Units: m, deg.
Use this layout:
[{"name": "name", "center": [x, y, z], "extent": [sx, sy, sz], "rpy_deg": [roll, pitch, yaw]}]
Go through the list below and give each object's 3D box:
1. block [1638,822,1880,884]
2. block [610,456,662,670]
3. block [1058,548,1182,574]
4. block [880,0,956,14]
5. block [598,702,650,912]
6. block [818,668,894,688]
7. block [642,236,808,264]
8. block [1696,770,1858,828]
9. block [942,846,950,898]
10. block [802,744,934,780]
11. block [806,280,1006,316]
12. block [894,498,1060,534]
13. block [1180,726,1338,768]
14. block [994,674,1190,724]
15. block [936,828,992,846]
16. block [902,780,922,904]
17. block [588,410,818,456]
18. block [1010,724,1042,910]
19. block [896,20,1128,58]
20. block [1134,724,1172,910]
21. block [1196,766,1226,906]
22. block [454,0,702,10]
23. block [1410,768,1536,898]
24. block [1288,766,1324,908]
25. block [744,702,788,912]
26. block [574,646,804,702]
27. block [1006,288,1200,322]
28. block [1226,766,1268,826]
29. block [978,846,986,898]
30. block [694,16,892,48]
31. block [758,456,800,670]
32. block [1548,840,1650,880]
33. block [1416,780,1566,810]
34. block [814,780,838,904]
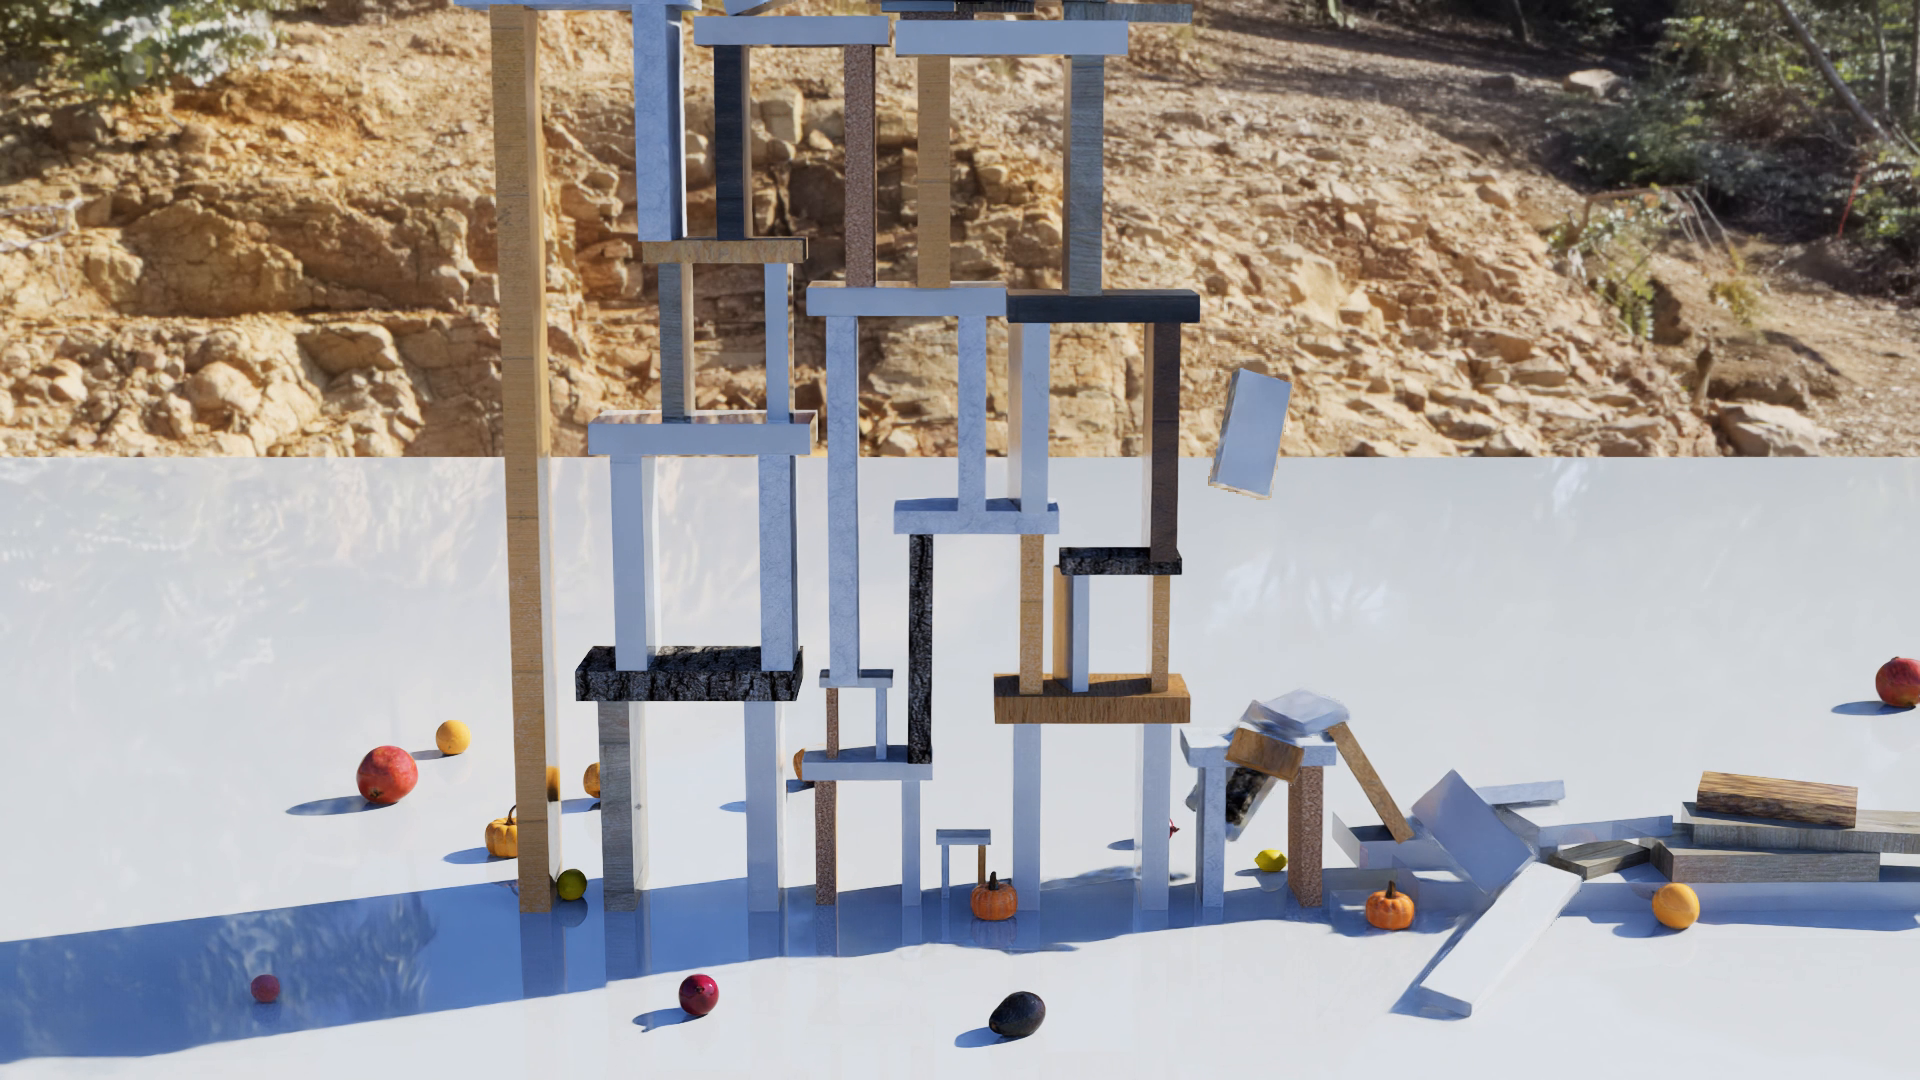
[{"name": "block", "center": [1.325, 0.519, 3.659], "extent": [0.339, 0.048, 0.170], "rpy_deg": [0, 11, -1]}, {"name": "block", "center": [-0.525, 0.022, 3.568], "extent": [0.049, 0.348, 0.174], "rpy_deg": [0, 11, 0]}, {"name": "block", "center": [0.259, 0.034, 3.570], "extent": [0.193, 0.027, 0.096], "rpy_deg": [0, 11, 0]}, {"name": "block", "center": [-0.064, -0.824, 3.402], "extent": [0.113, 0.016, 0.057], "rpy_deg": [1, 10, 1]}, {"name": "block", "center": [-0.556, 0.416, 3.641], "extent": [0.050, 0.353, 0.176], "rpy_deg": [0, 11, 0]}, {"name": "block", "center": [-0.169, 0.226, 3.597], "extent": [0.120, 0.017, 0.060], "rpy_deg": [0, 11, 0]}, {"name": "block", "center": [-0.369, -0.459, 3.476], "extent": [0.248, 0.035, 0.124], "rpy_deg": [0, 11, 0]}, {"name": "block", "center": [1.372, 0.434, 3.693], "extent": [0.248, 0.035, 0.124], "rpy_deg": [4, 11, 22]}, {"name": "block", "center": [-0.024, 0.545, 3.665], "extent": [0.013, 0.091, 0.045], "rpy_deg": [0, 11, 0]}, {"name": "block", "center": [-0.151, 0.367, 3.626], "extent": [0.212, 0.030, 0.106], "rpy_deg": [0, 11, 0]}, {"name": "block", "center": [-0.084, -0.383, 3.486], "extent": [0.310, 0.044, 0.155], "rpy_deg": [0, 11, -1]}, {"name": "block", "center": [0.026, -0.040, 3.553], "extent": [0.263, 0.037, 0.131], "rpy_deg": [0, 11, 0]}, {"name": "block", "center": [0.489, 0.339, 3.615], "extent": [0.239, 0.034, 0.120], "rpy_deg": [0, 11, -1]}, {"name": "block", "center": [0.213, 0.259, 3.608], "extent": [0.314, 0.044, 0.157], "rpy_deg": [0, 11, 0]}, {"name": "block", "center": [0.006, 0.494, 3.655], "extent": [0.091, 0.013, 0.045], "rpy_deg": [0, 11, 0]}, {"name": "block", "center": [-0.080, 0.486, 3.648], "extent": [0.030, 0.212, 0.106], "rpy_deg": [0, 11, 0]}, {"name": "block", "center": [-0.409, -0.174, 3.532], "extent": [0.348, 0.049, 0.174], "rpy_deg": [0, 11, 0]}, {"name": "block", "center": [0.108, 0.435, 3.641], "extent": [0.044, 0.314, 0.157], "rpy_deg": [0, 11, 0]}, {"name": "block", "center": [0.076, -0.776, 3.412], "extent": [0.353, 0.050, 0.176], "rpy_deg": [0, 11, -1]}, {"name": "block", "center": [0.318, 0.435, 3.641], "extent": [0.044, 0.314, 0.157], "rpy_deg": [0, 11, 0]}, {"name": "block", "center": [0.415, 0.473, 3.643], "extent": [0.034, 0.239, 0.120], "rpy_deg": [0, 11, 0]}, {"name": "block", "center": [-0.587, -0.849, 3.400], "extent": [0.355, 0.050, 0.177], "rpy_deg": [0, 11, 0]}, {"name": "block", "center": [0.838, 0.479, 3.596], "extent": [0.197, 0.099, 0.028], "rpy_deg": [50, 7, 34]}, {"name": "block", "center": [0.572, 0.473, 3.643], "extent": [0.034, 0.239, 0.120], "rpy_deg": [-2, 11, -2]}, {"name": "block", "center": [-0.321, 0.416, 3.640], "extent": [0.050, 0.353, 0.176], "rpy_deg": [0, 11, 0]}, {"name": "block", "center": [-0.439, 0.218, 3.604], "extent": [0.353, 0.050, 0.176], "rpy_deg": [0, 11, 0]}, {"name": "block", "center": [0.223, -0.372, 3.491], "extent": [0.299, 0.042, 0.149], "rpy_deg": [0, 11, -1]}, {"name": "block", "center": [0.475, 0.425, 3.717], "extent": [0.016, 0.113, 0.057], "rpy_deg": [39, -14, -33]}, {"name": "block", "center": [0.036, 0.545, 3.665], "extent": [0.013, 0.091, 0.045], "rpy_deg": [0, 11, 0]}, {"name": "block", "center": [-0.256, -0.787, 3.411], "extent": [0.296, 0.042, 0.148], "rpy_deg": [0, 11, 0]}, {"name": "block", "center": [-0.293, 0.022, 3.568], "extent": [0.049, 0.348, 0.174], "rpy_deg": [0, 11, 0]}, {"name": "block", "center": [1.065, 0.530, 3.666], "extent": [0.161, 0.023, 0.081], "rpy_deg": [-7, 13, -35]}, {"name": "block", "center": [0.904, 0.440, 3.745], "extent": [0.221, 0.031, 0.111], "rpy_deg": [-3, -14, -15]}, {"name": "block", "center": [-0.221, 0.486, 3.648], "extent": [0.030, 0.212, 0.106], "rpy_deg": [0, 11, 0]}]
